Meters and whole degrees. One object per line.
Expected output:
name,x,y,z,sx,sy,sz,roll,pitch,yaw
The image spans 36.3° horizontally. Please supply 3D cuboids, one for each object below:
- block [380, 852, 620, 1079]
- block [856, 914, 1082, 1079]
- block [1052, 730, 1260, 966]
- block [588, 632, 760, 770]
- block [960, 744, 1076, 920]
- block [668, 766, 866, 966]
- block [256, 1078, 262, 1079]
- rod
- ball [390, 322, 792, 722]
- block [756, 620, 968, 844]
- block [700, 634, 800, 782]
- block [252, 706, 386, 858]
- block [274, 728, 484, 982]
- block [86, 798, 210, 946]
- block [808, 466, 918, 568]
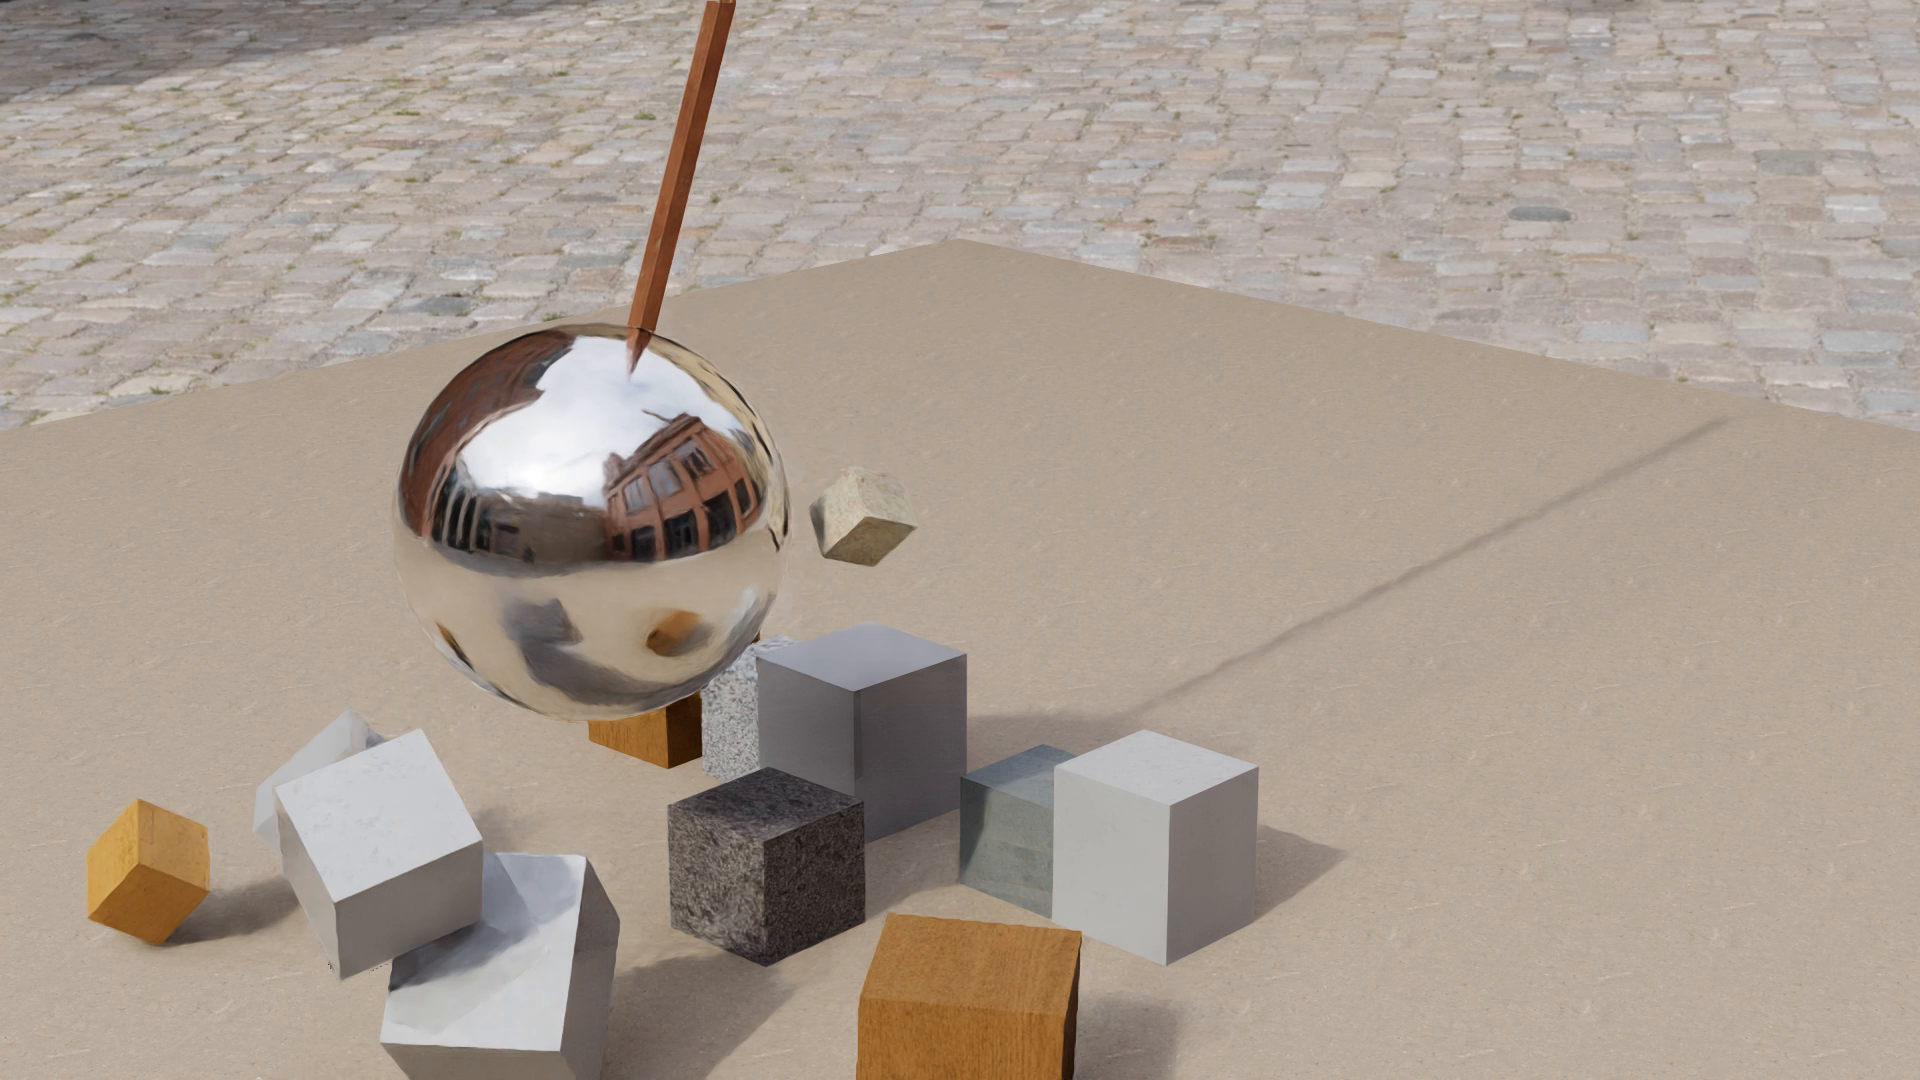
block,-1.746,1.684,11.244,0.677,0.762,0.716,2,-27,6
block,0.039,1.899,11.216,0.763,0.619,0.742,4,18,6
block,0.855,1.337,12.854,0.647,0.742,0.613,16,23,41
block,-1.465,0.708,15.014,0.591,0.647,0.658,15,23,39
block,0.400,1.314,13.287,0.571,0.525,0.557,16,24,41
block,-0.846,1.422,12.855,0.597,0.579,0.614,15,23,40
block,-2.329,2.295,9.599,0.653,0.613,0.585,-37,27,-9
rod,-0.639,-3.364,11.615,0.080,5.200,0.080,17,4,42
ball,-1.474,-0.072,11.774,1.600,1.600,1.600,0,17,0
block,-0.468,0.922,14.107,0.741,0.783,0.677,-17,24,-42
block,-0.909,0.879,14.542,0.534,0.603,0.525,17,24,42
block,-2.743,1.214,13.130,0.575,0.576,0.505,-41,20,3
block,-2.115,1.149,10.705,0.568,0.606,0.517,-22,61,-23
block,-3.501,1.431,12.646,0.354,0.388,0.388,30,27,-35
block,-0.394,-0.093,11.890,0.269,0.307,0.245,12,49,-40
